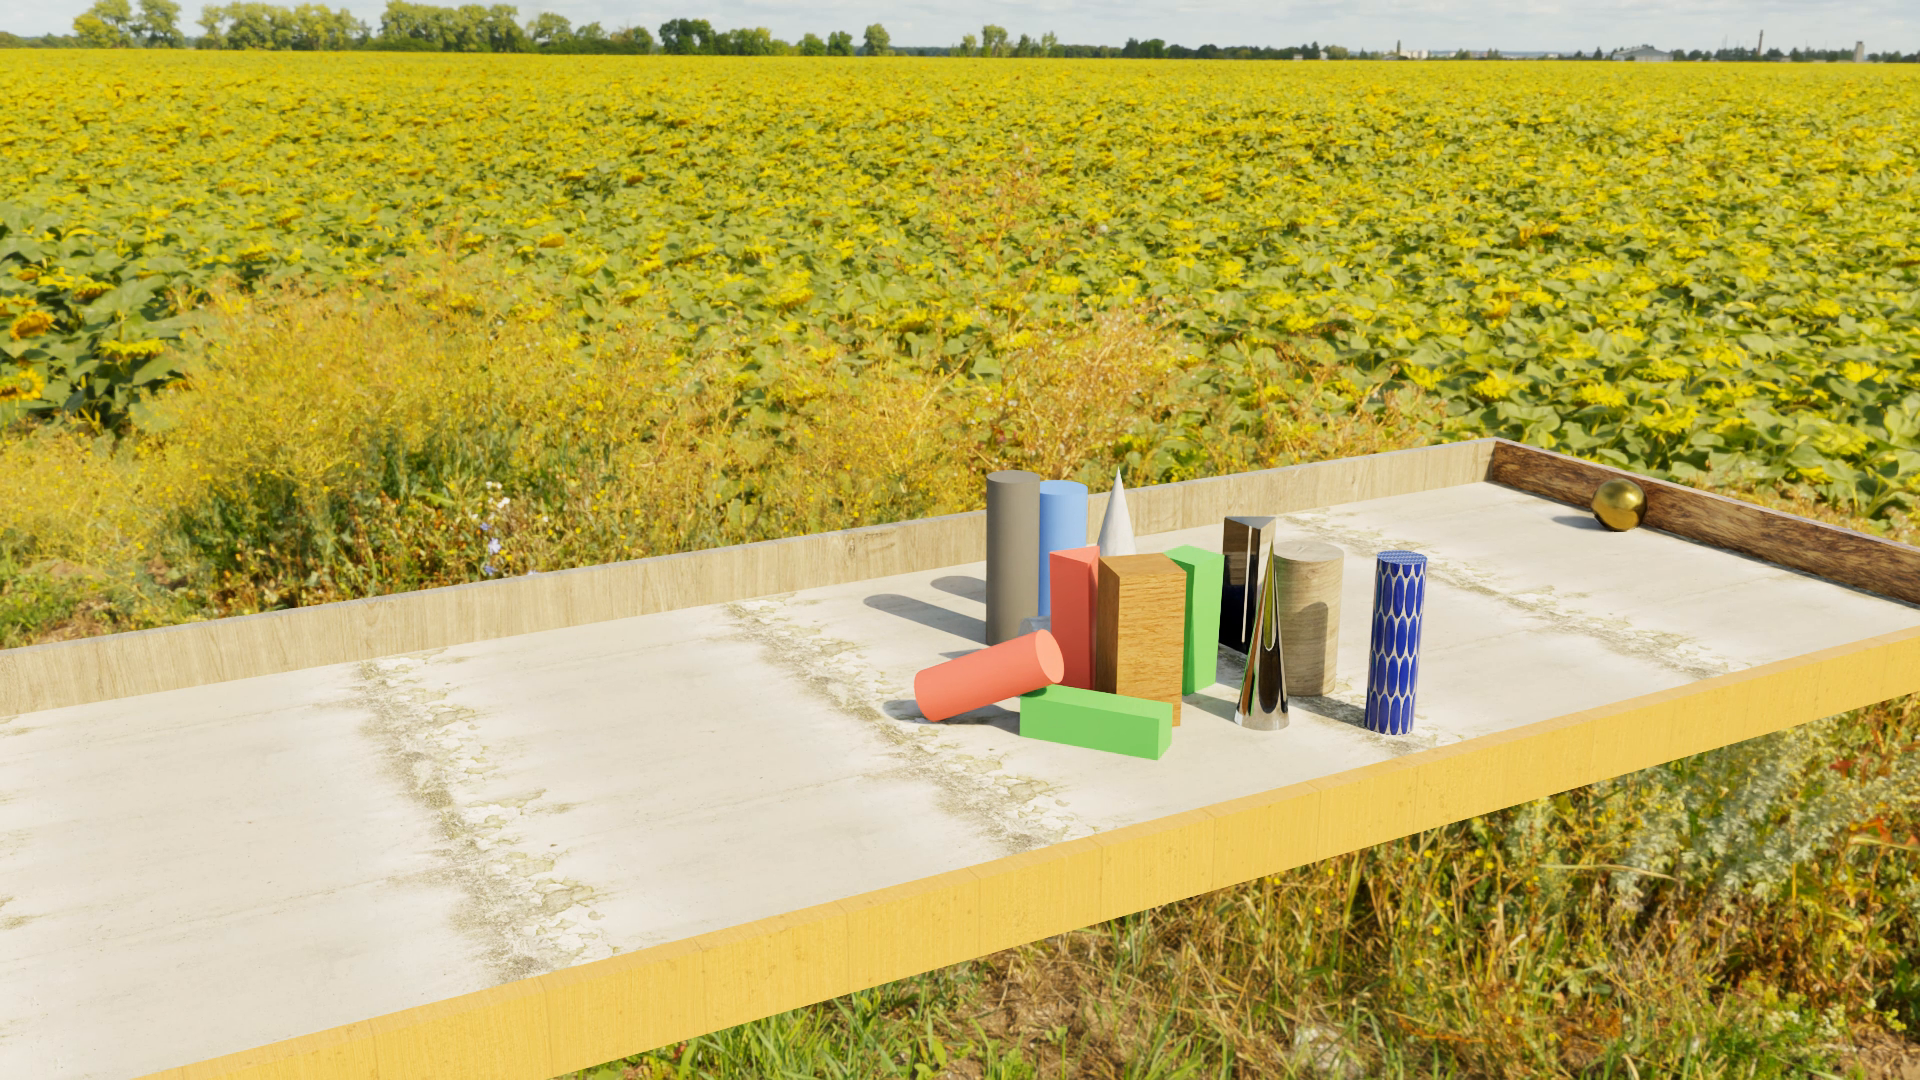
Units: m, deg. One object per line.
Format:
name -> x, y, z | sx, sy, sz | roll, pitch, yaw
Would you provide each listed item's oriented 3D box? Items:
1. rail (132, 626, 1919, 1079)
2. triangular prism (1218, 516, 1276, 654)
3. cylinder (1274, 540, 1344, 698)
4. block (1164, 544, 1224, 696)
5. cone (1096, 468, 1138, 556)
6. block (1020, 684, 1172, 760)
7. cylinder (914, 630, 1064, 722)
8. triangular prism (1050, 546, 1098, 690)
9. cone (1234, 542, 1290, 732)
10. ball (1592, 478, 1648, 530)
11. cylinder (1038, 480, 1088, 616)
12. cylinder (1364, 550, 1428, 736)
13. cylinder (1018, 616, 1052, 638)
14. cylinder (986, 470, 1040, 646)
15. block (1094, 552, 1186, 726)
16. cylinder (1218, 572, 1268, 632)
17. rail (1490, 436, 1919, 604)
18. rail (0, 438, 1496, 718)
rail -> -2.336, 1.006, 1.665 | 12.000, 0.150, 0.050 | -9, 18, -27
triangular prism -> 0.778, 0.113, 4.352 | 0.117, 0.347, 0.135 | -10, 19, -31
cylinder -> 0.848, 0.194, 4.079 | 0.178, 0.348, 0.178 | 0, 16, 0
block -> 0.559, 0.197, 4.078 | 0.117, 0.339, 0.117 | -16, 24, -42
cone -> 0.460, -0.040, 4.842 | 0.176, 0.365, 0.176 | 0, 16, 0
block -> 0.310, 0.412, 3.774 | 0.332, 0.100, 0.100 | 7, 18, 23
cylinder -> 0.065, 0.316, 3.825 | 0.332, 0.127, 0.127 | -21, 6, 27
triangular prism -> 0.305, 0.199, 4.030 | 0.126, 0.360, 0.109 | 15, 25, 42
cone -> 0.715, 0.209, 3.838 | 0.128, 0.454, 0.128 | 0, 16, 0
ball -> 2.178, -0.117, 5.449 | 0.171, 0.171, 0.171 | 0, 16, 0
cylinder -> 0.272, 0.031, 4.599 | 0.160, 0.367, 0.160 | 0, 16, 0
cylinder -> 1.006, 0.238, 3.813 | 0.113, 0.414, 0.113 | 0, 16, 0
cylinder -> 0.337, 0.261, 4.182 | 0.349, 0.161, 0.161 | -5, 17, -16
cylinder -> 0.139, 0.053, 4.364 | 0.140, 0.456, 0.140 | 0, 16, 0
block -> 0.421, 0.238, 3.872 | 0.160, 0.379, 0.160 | -4, 17, -13
cylinder -> 0.695, 0.181, 4.493 | 0.307, 0.139, 0.139 | -11, 20, -34
rail -> 2.466, -0.048, 5.253 | 0.050, 0.150, 2.100 | -9, 18, -27
rail -> -3.305, 0.497, 3.399 | 12.000, 0.150, 0.050 | -9, 18, -27
